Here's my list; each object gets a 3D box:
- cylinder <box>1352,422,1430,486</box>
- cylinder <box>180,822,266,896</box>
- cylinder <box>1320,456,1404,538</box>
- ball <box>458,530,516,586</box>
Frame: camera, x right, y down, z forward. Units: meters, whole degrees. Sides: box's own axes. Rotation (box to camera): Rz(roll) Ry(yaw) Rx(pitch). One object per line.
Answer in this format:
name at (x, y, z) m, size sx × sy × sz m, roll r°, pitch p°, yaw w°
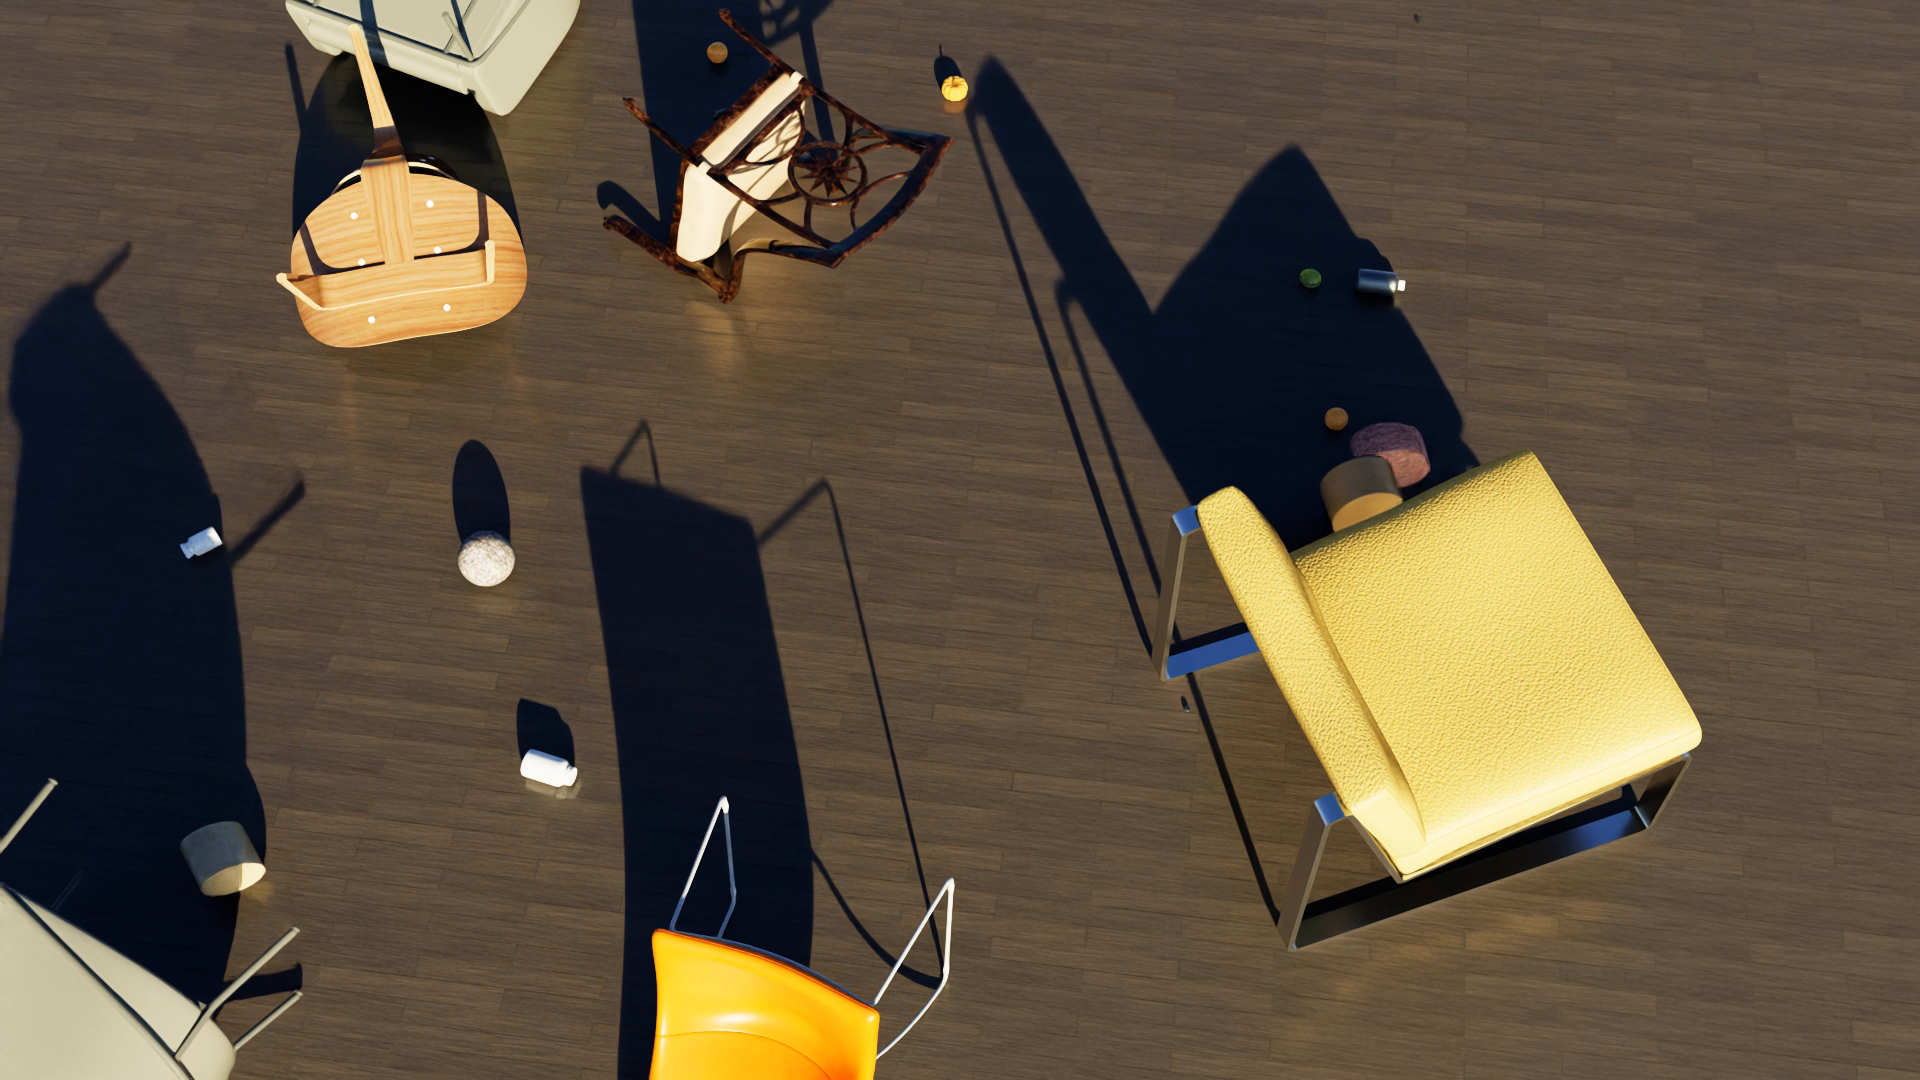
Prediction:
cylinder at (1.298, -0.256, 6.627) m, size 0.235 × 0.184 × 0.105 m, roll 12°, pitch 52°, yaw -25°
cylinder at (-1.984, 0.857, 5.913) m, size 0.180 × 0.128 × 0.148 m, roll -9°, pitch 50°, yaw -43°
cylinder at (1.192, -0.125, 6.520) m, size 0.221 × 0.230 × 0.133 m, roll -21°, pitch 56°, yaw 11°
ball at (-1.387, 0.054, 6.439) m, size 0.165 × 0.165 × 0.165 m, roll 0°, pitch 56°, yaw 0°
